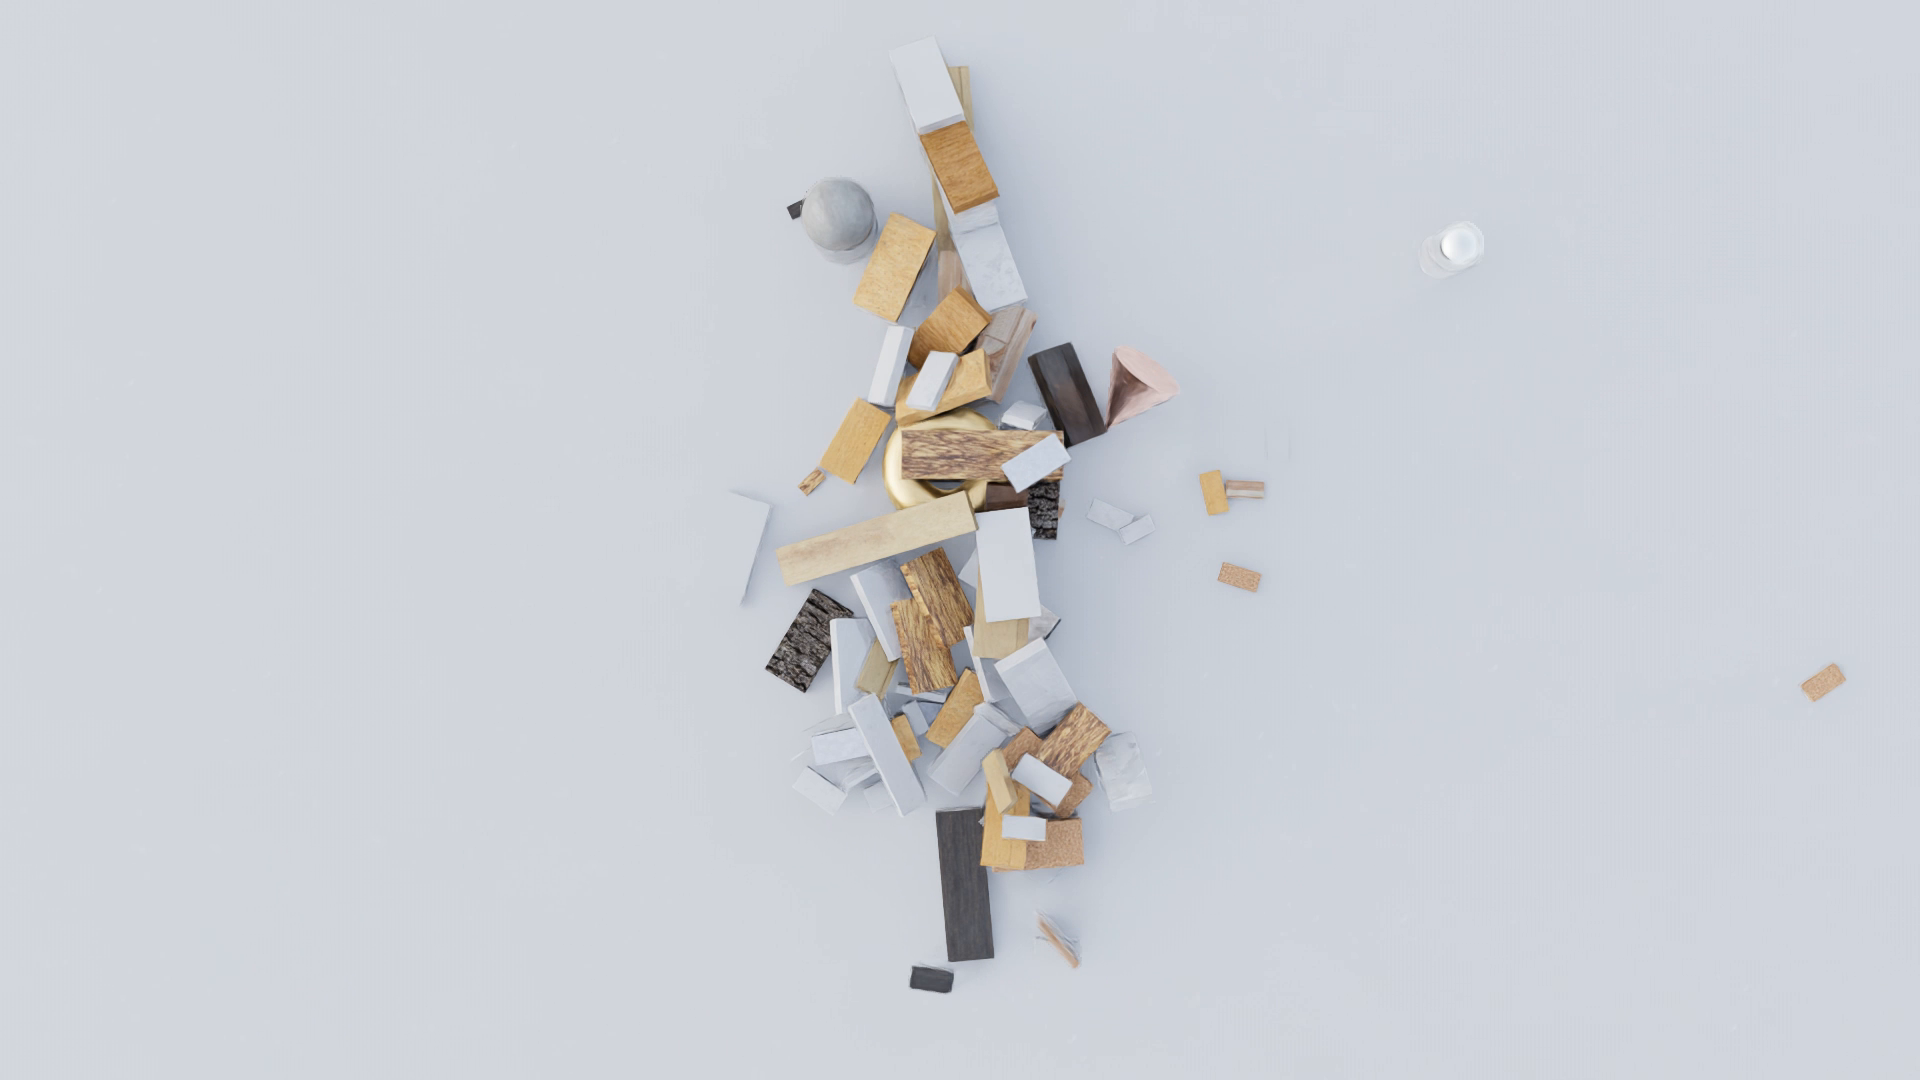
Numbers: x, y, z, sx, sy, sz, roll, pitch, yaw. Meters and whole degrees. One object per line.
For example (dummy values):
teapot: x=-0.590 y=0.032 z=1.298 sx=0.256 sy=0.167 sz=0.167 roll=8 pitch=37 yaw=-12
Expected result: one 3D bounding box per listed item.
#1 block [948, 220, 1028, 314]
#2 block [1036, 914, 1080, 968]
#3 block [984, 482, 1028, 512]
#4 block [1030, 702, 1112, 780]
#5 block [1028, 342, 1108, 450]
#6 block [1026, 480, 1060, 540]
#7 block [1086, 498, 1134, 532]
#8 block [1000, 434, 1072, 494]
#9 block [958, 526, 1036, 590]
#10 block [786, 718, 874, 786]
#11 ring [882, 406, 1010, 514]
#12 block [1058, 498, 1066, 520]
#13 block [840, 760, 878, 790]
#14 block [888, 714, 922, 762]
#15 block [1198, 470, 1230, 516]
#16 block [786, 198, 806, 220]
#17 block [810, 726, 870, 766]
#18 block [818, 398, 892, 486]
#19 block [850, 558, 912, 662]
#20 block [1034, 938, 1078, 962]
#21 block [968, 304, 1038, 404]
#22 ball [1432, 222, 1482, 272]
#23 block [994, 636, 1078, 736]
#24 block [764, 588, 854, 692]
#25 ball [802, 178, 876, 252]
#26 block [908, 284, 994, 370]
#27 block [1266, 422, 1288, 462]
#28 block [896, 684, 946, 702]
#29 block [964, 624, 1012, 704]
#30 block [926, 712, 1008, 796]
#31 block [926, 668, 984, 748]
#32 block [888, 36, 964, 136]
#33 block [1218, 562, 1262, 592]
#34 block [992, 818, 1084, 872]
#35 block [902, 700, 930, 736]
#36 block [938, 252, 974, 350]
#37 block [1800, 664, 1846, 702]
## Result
block: x=0.090 y=-0.904 z=5.375 sx=0.159 sy=0.045 sz=0.319 roll=-19 pitch=83 yaw=-4
block: x=0.323 y=1.322 z=5.433 sx=0.026 sy=0.093 sz=0.186 roll=-41 pitch=91 yaw=1
block: x=0.146 y=-0.053 z=5.373 sx=0.134 sy=0.038 sz=0.268 roll=4 pitch=110 yaw=1
block: x=0.351 y=0.683 z=5.422 sx=0.141 sy=0.040 sz=0.282 roll=42 pitch=90 yaw=-6
block: x=0.355 y=-0.477 z=5.436 sx=0.162 sy=0.046 sz=0.325 roll=-22 pitch=90 yaw=-34
block: x=0.260 y=-0.138 z=5.452 sx=0.134 sy=0.038 sz=0.268 roll=3 pitch=101 yaw=4
block: x=0.499 y=-0.078 z=5.490 sx=0.141 sy=0.020 sz=0.071 roll=24 pitch=90 yaw=0
block: x=0.244 y=-0.247 z=5.306 sx=0.204 sy=0.029 sz=0.102 roll=-32 pitch=85 yaw=-7
block: x=0.122 y=0.045 z=5.455 sx=0.134 sy=0.038 sz=0.268 roll=32 pitch=100 yaw=-2
block: x=-0.399 y=0.713 z=5.434 sx=0.309 sy=0.044 sz=0.154 roll=-35 pitch=90 yaw=0
ring: x=-0.043 y=-0.235 z=5.430 sx=0.428 sy=0.143 sz=0.428 roll=0 pitch=90 yaw=-1
block: x=0.279 y=-0.123 z=5.490 sx=0.141 sy=0.020 sz=0.071 roll=22 pitch=90 yaw=0
block: x=-0.312 y=0.763 z=5.416 sx=0.165 sy=0.082 sz=0.023 roll=-28 pitch=74 yaw=-23
block: x=-0.190 y=0.660 z=5.449 sx=0.082 sy=0.023 sz=0.165 roll=-22 pitch=118 yaw=-2
block: x=0.845 y=-0.158 z=5.490 sx=0.071 sy=0.020 sz=0.141 roll=-14 pitch=90 yaw=0
block: x=-0.528 y=-1.107 z=5.494 sx=0.091 sy=0.013 sz=0.045 roll=-25 pitch=90 yaw=0
block: x=-0.385 y=0.671 z=5.399 sx=0.191 sy=0.027 sz=0.095 roll=-12 pitch=90 yaw=0
block: x=-0.348 y=-0.328 z=5.481 sx=0.131 sy=0.037 sz=0.263 roll=30 pitch=90 yaw=0
block: x=-0.228 y=0.228 z=5.440 sx=0.154 sy=0.044 sz=0.308 roll=-25 pitch=90 yaw=-33
block: x=0.319 y=1.366 z=5.490 sx=0.140 sy=0.020 sz=0.070 roll=5 pitch=90 yaw=0
block: x=0.122 y=-0.630 z=5.444 sx=0.159 sy=0.045 sz=0.319 roll=22 pitch=94 yaw=-19
ball: x=1.634 y=-0.964 z=5.420 sx=0.160 sy=0.160 sz=0.160 roll=0 pitch=90 yaw=0
block: x=0.258 y=0.478 z=5.363 sx=0.175 sy=0.050 sz=0.351 roll=-31 pitch=133 yaw=0
block: x=-0.501 y=0.335 z=5.478 sx=0.155 sy=0.044 sz=0.310 roll=31 pitch=90 yaw=0
ball: x=-0.396 y=-1.061 z=5.381 sx=0.238 sy=0.238 sz=0.238 roll=0 pitch=90 yaw=0
block: x=-0.048 y=-0.671 z=5.388 sx=0.155 sy=0.044 sz=0.310 roll=46 pitch=125 yaw=-1
block: x=1.057 y=-0.326 z=5.491 sx=0.066 sy=0.019 sz=0.131 roll=-1 pitch=90 yaw=0
block: x=-0.128 y=0.507 z=5.459 sx=0.165 sy=0.082 sz=0.023 roll=12 pitch=90 yaw=0
block: x=0.108 y=0.396 z=5.445 sx=0.131 sy=0.037 sz=0.263 roll=-17 pitch=90 yaw=-38
block: x=0.023 y=0.708 z=5.452 sx=0.131 sy=0.037 sz=0.263 roll=39 pitch=90 yaw=-29
block: x=0.009 y=0.570 z=5.453 sx=0.131 sy=0.037 sz=0.263 roll=31 pitch=90 yaw=-27
block: x=-0.110 y=-1.492 z=5.410 sx=0.157 sy=0.044 sz=0.313 roll=-19 pitch=71 yaw=-1
block: x=0.931 y=0.124 z=5.491 sx=0.131 sy=0.019 sz=0.066 roll=17 pitch=90 yaw=0
block: x=0.253 y=1.001 z=5.418 sx=0.302 sy=0.043 sz=0.151 roll=-3 pitch=90 yaw=-9
block: x=-0.147 y=0.592 z=5.469 sx=0.054 sy=0.015 sz=0.109 roll=-26 pitch=90 yaw=0
block: x=0.005 y=-0.789 z=5.450 sx=0.159 sy=0.045 sz=0.319 roll=3 pitch=100 yaw=-1
block: x=2.874 y=0.475 z=5.491 sx=0.131 sy=0.019 sz=0.066 roll=-34 pitch=90 yaw=0
